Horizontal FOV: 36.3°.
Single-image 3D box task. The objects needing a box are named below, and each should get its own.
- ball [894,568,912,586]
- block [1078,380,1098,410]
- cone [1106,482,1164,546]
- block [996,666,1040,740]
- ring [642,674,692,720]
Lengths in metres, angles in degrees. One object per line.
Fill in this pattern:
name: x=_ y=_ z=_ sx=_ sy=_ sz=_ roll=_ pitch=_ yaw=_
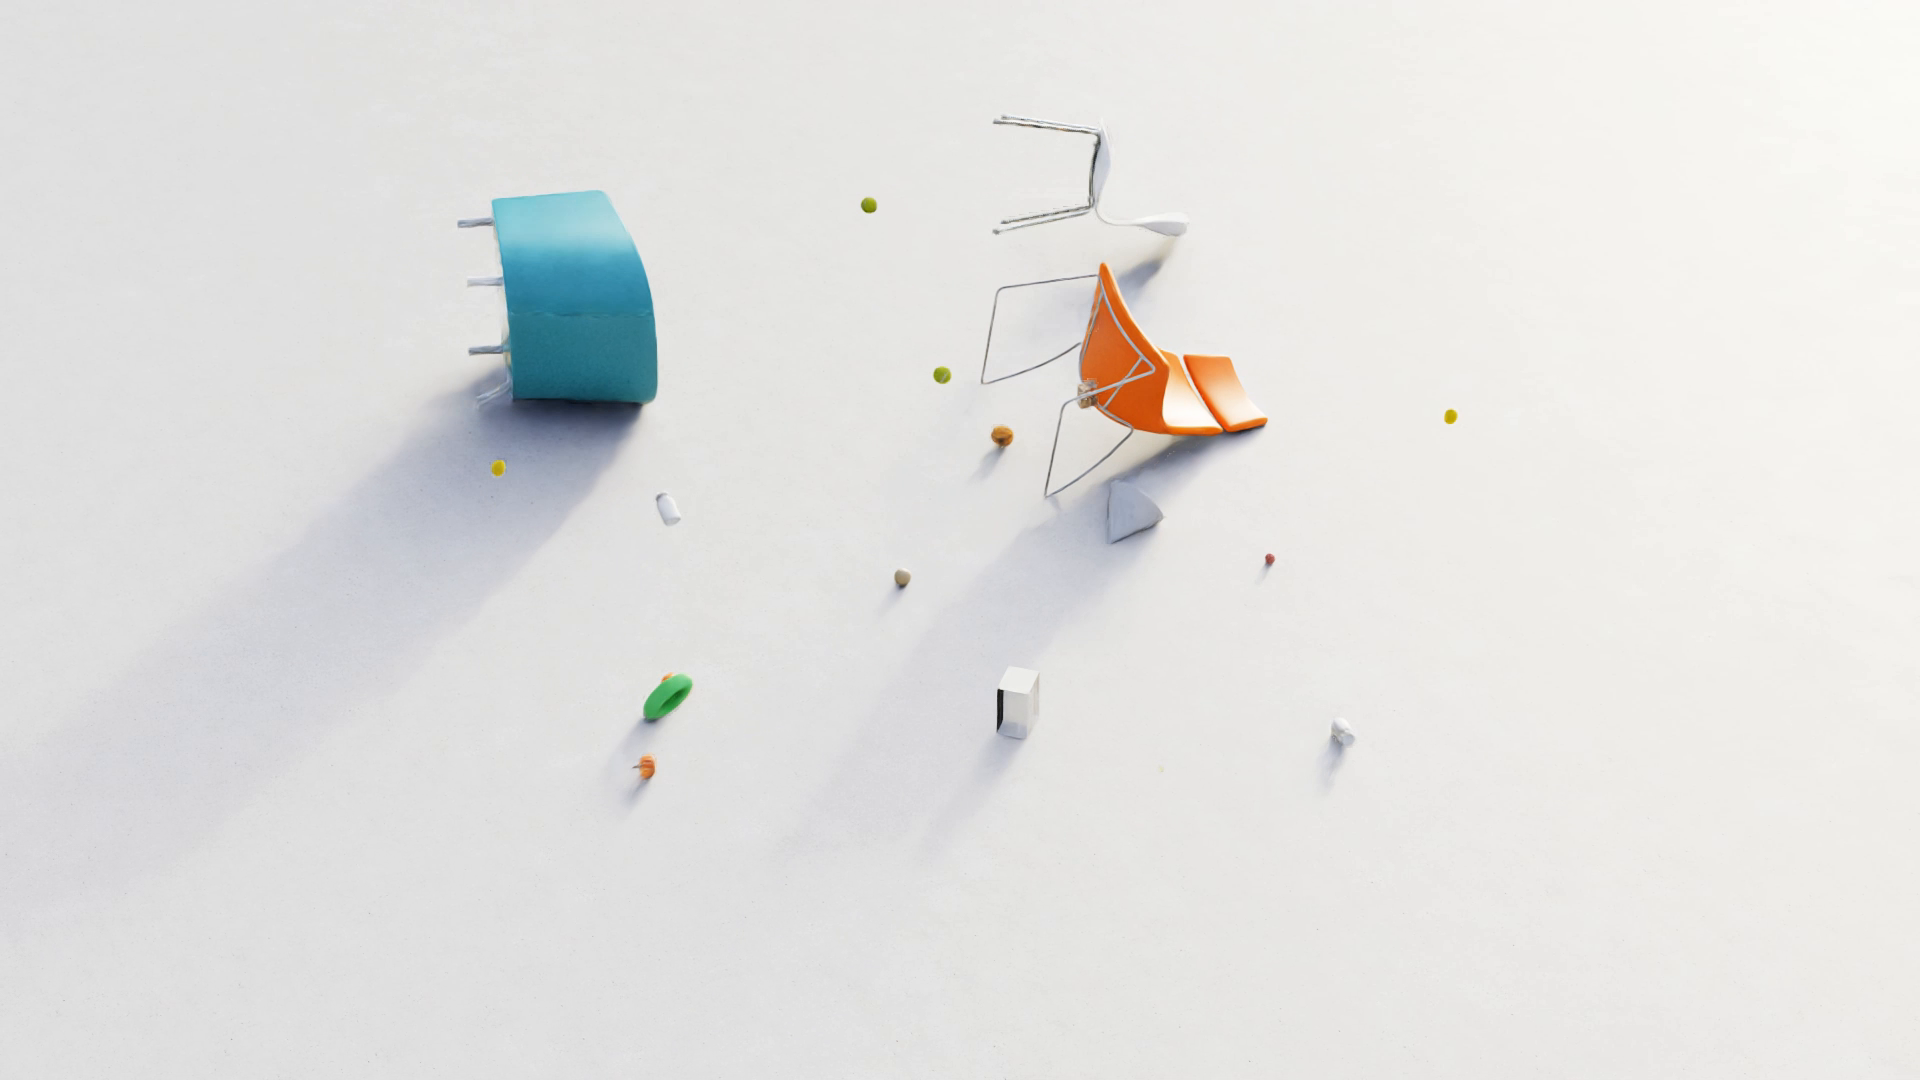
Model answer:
ball: x=-0.209 y=0.133 z=10.684 sx=0.064 sy=0.064 sz=0.064 roll=0 pitch=33 yaw=0
block: x=0.484 y=-0.550 z=11.107 sx=0.066 sy=0.102 sz=0.038 roll=-19 pitch=53 yaw=-14
cone: x=0.605 y=-0.060 z=10.956 sx=0.238 sy=0.158 sz=0.234 roll=37 pitch=64 yaw=-1
block: x=0.197 y=0.551 z=9.936 sx=0.109 sy=0.189 sz=0.136 roll=10 pitch=35 yaw=15
ring: x=-0.999 y=0.534 z=10.020 sx=0.208 sy=0.091 sz=0.069 roll=-42 pitch=49 yaw=-6
